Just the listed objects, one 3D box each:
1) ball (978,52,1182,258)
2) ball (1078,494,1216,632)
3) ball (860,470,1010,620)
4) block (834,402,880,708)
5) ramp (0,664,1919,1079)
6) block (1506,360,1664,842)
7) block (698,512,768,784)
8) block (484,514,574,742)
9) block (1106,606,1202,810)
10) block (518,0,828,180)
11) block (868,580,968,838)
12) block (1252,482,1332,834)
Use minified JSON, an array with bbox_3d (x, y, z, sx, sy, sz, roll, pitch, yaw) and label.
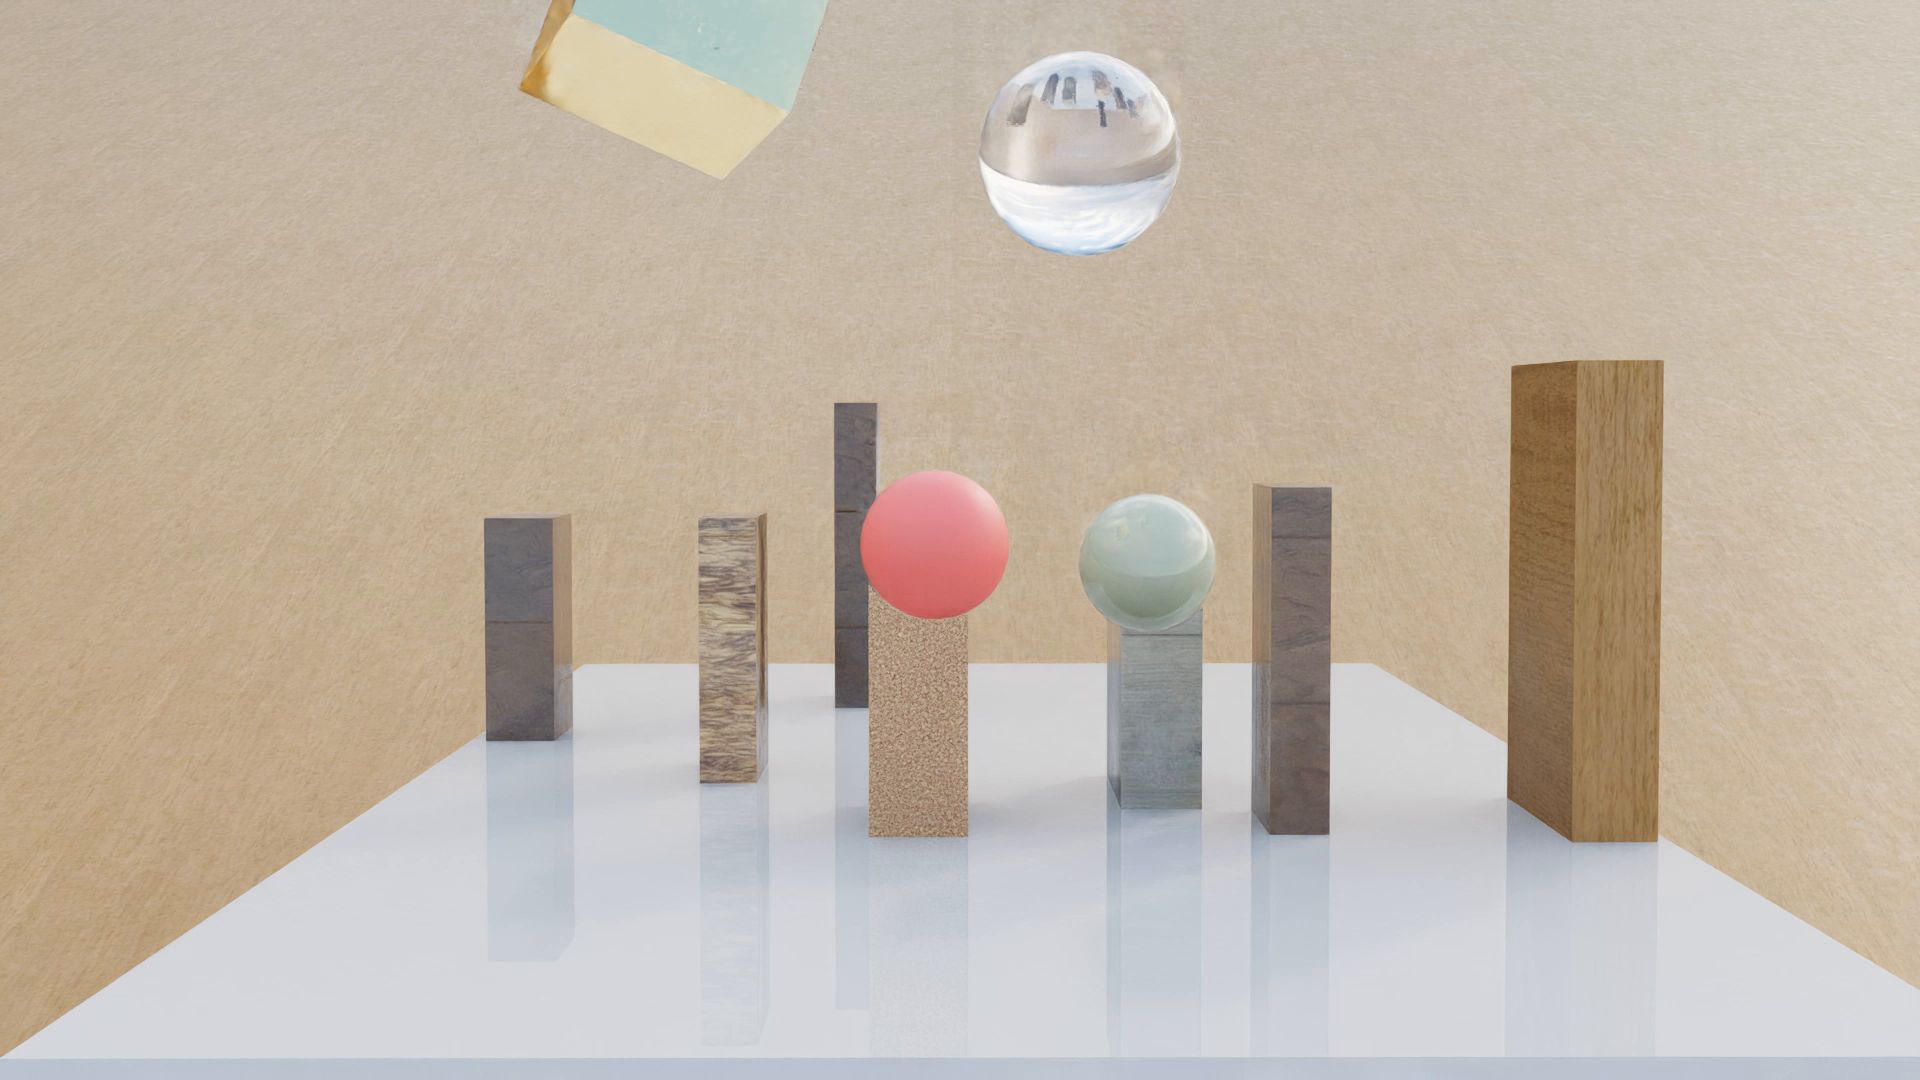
[{"bbox_3d":[0.122,-0.393,2.623,0.207,0.207,0.207,0,22,0],"label":"ball"},{"bbox_3d":[0.178,0.021,2.436,0.131,0.131,0.131,0,22,0],"label":"ball"},{"bbox_3d":[-0.029,0.005,2.918,0.169,0.169,0.169,0,22,0],"label":"ball"},{"bbox_3d":[-0.224,0.027,5.663,0.092,0.657,0.271,0,3,0],"label":"block"},{"bbox_3d":[0.051,0.462,4.533,2.000,0.100,4.000,0,3,0],"label":"ramp"},{"bbox_3d":[0.968,0.081,4.008,0.127,0.711,0.447,0,3,0],"label":"block"},{"bbox_3d":[-0.398,0.183,4.544,0.098,0.456,0.284,0,3,0],"label":"block"},{"bbox_3d":[-0.853,0.168,5.098,0.133,0.432,0.244,0,3,0],"label":"block"},{"bbox_3d":[0.322,0.192,4.306,0.129,0.460,0.394,0,3,0],"label":"block"},{"bbox_3d":[-0.232,-0.456,2.178,0.192,0.192,0.192,22,-17,-17],"label":"block"},{"bbox_3d":[-0.062,0.226,4.010,0.149,0.422,0.340,0,3,0],"label":"block"},{"bbox_3d":[0.511,0.176,3.981,0.090,0.523,0.245,0,3,0],"label":"block"}]
